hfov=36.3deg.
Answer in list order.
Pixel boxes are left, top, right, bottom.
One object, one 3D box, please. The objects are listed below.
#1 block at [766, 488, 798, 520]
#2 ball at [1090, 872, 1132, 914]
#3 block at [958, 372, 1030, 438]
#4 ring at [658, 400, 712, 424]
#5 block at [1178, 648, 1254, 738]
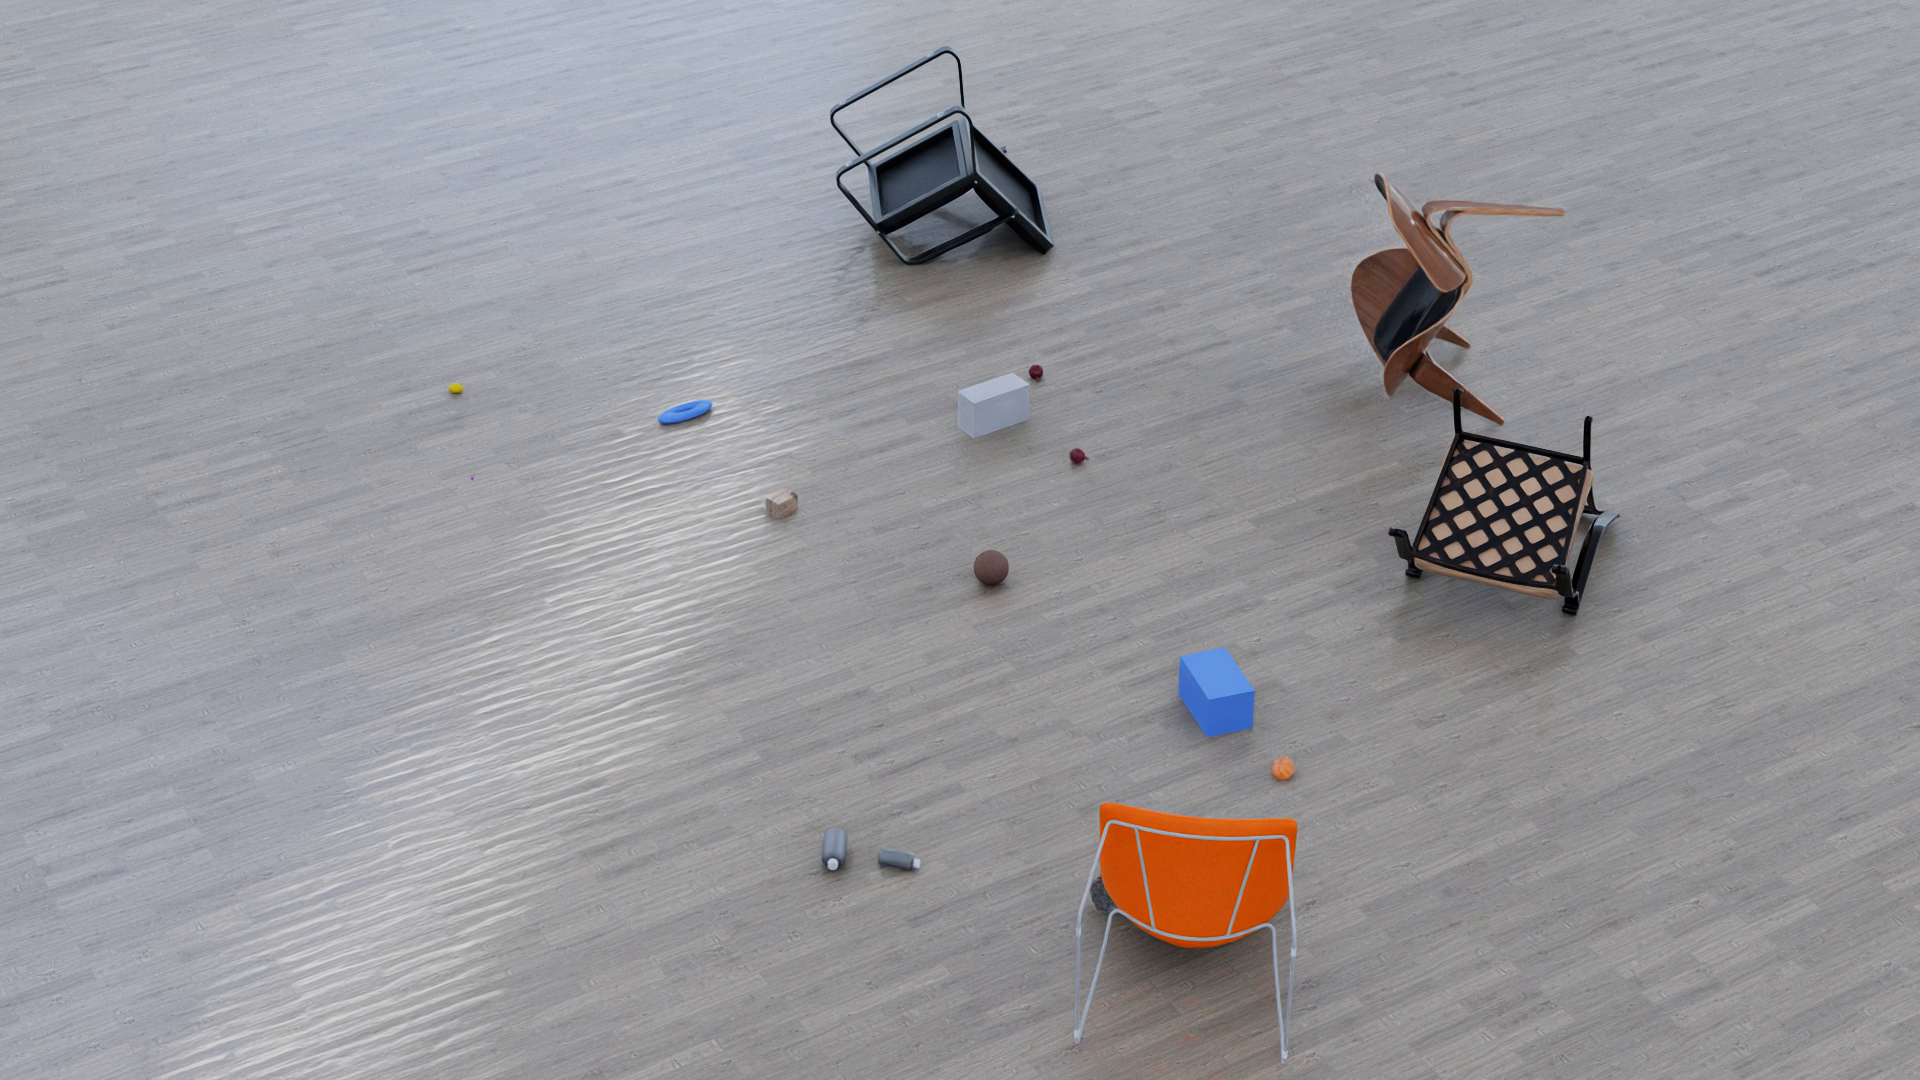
[{"bbox_3d":[-0.676,-0.139,11.095,0.075,0.066,0.095,28,43,36],"label":"block"},{"bbox_3d":[0.473,1.102,9.153,0.131,0.131,0.131,0,33,0],"label":"ball"},{"bbox_3d":[0.132,-0.533,11.607,0.265,0.161,0.114,-20,38,-28],"label":"block"},{"bbox_3d":[-1.095,-0.511,11.685,0.242,0.039,0.086,-20,37,-26],"label":"ring"},{"bbox_3d":[0.874,0.519,10.013,0.166,0.158,0.265,-10,35,-15],"label":"block"}]
